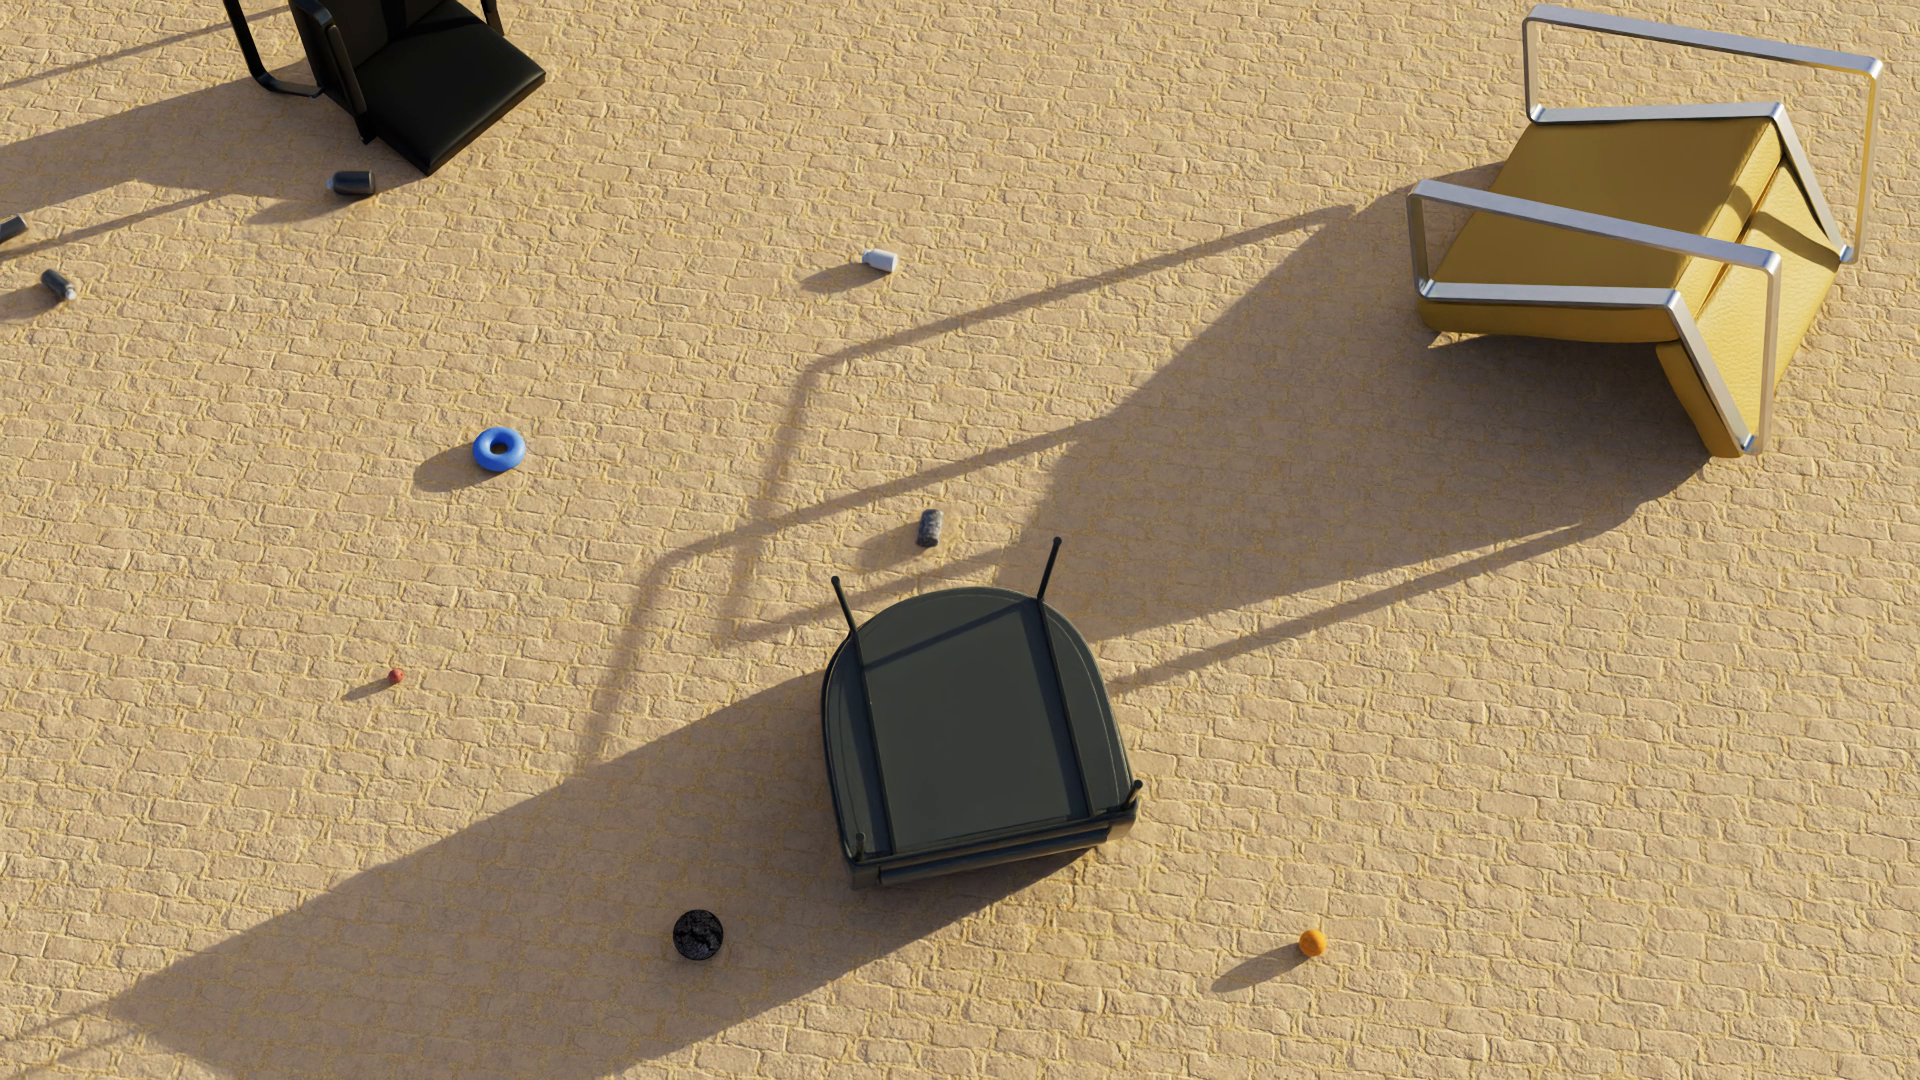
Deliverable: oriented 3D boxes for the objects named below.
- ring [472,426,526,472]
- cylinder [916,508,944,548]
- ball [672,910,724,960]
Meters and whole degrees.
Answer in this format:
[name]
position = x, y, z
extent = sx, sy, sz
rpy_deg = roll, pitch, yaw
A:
[ring]
position = -1.411, -0.278, 6.731
extent = 0.165, 0.051, 0.157
rpy_deg = 31, 61, 18
[cylinder]
position = -0.089, -0.035, 6.563
extent = 0.071, 0.053, 0.103
rpy_deg = -8, 58, 36
[ball]
position = -0.690, 1.041, 5.795
extent = 0.133, 0.133, 0.133
rpy_deg = 0, 56, 0
